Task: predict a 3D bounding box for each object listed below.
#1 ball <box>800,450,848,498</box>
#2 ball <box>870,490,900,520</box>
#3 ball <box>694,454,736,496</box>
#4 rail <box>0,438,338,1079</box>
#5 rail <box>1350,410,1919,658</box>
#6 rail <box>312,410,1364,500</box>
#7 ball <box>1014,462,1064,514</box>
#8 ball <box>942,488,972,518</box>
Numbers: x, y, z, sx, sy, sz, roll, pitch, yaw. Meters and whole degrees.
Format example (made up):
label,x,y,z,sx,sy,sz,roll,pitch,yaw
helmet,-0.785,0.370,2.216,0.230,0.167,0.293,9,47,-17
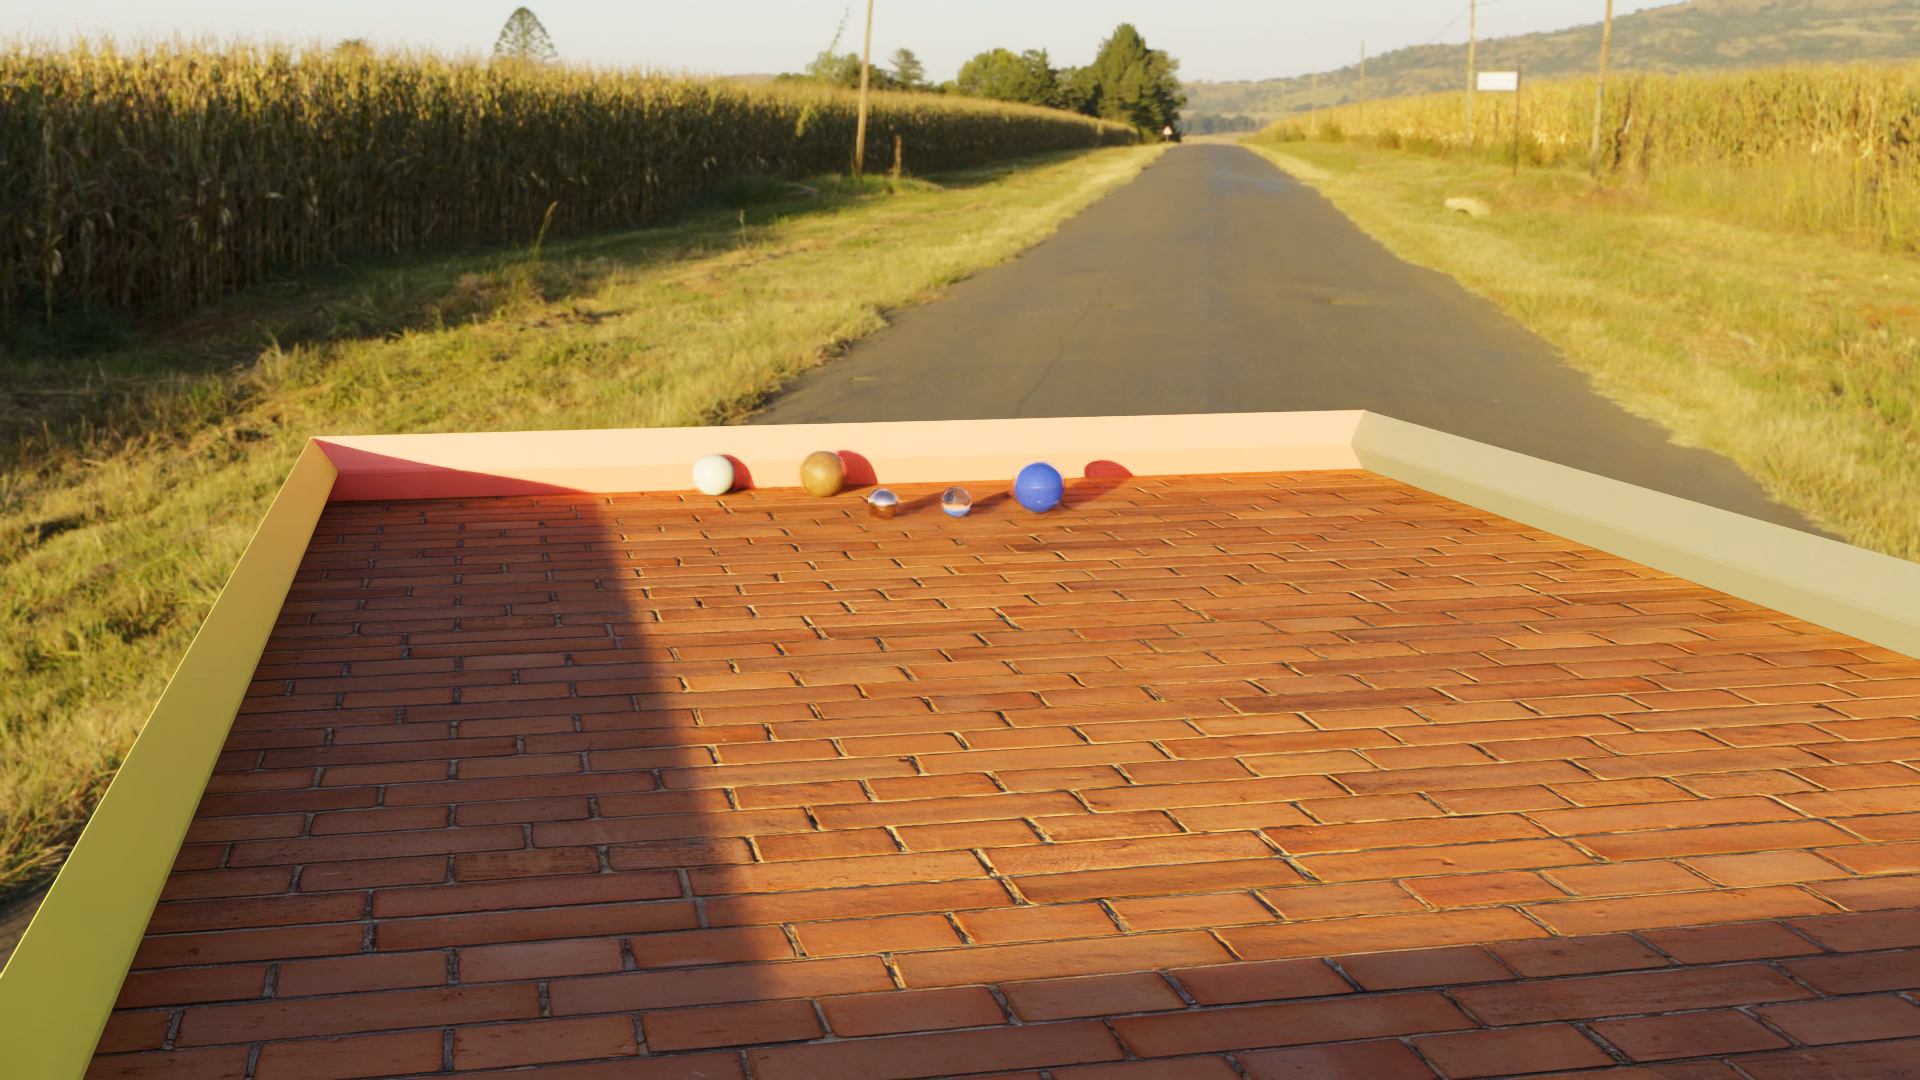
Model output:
label,x,y,z,sx,sy,sz,roll,pitch,yaw
ball,-0.238,-0.116,3.837,0.083,0.083,0.083,0,10,0
ball,-0.123,-0.059,3.599,0.049,0.049,0.049,0,10,0
ball,-0.430,-0.114,3.853,0.074,0.074,0.074,0,10,0
rail,-0.747,0.144,2.238,0.045,0.110,3.216,-2,10,-12
rail,1.092,0.075,2.636,0.045,0.110,3.216,-2,10,-12
rail,-0.168,-0.153,3.963,1.930,0.110,0.045,-2,10,-12
ball,0.132,-0.087,3.658,0.085,0.085,0.085,0,10,0
ball,-0.006,-0.061,3.617,0.049,0.049,0.049,0,10,0
